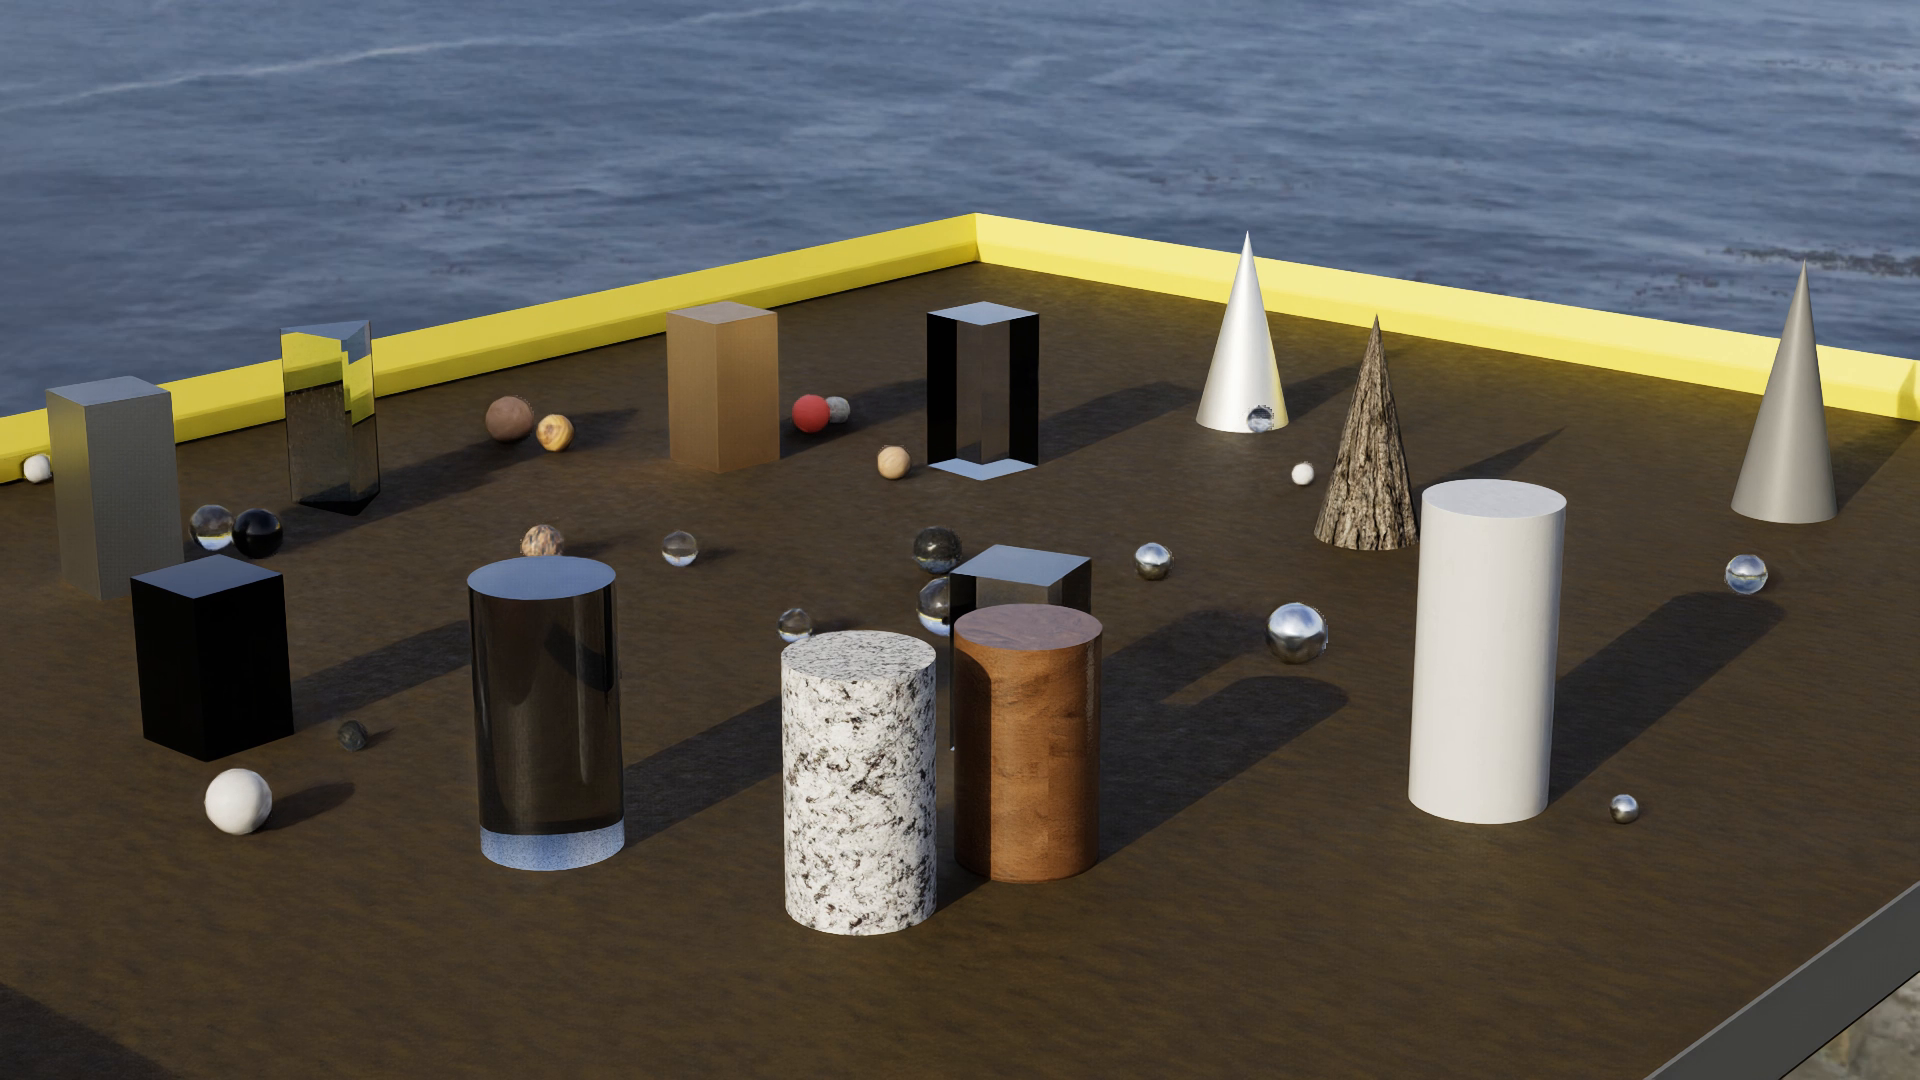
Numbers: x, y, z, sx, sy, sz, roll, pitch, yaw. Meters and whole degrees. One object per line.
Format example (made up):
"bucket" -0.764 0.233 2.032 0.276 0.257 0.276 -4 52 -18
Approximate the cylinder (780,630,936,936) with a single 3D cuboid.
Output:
"cylinder" -0.130 0.313 3.814 0.199 0.347 0.199 0 17 0

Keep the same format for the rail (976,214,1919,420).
"rail" 1.473 -0.457 6.744 3.832 0.129 0.045 14 22 39

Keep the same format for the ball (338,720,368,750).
"ball" -0.912 0.294 4.401 0.045 0.045 0.045 0 17 0

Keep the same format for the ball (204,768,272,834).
"ball" -1.006 0.364 4.087 0.092 0.092 0.092 0 17 0

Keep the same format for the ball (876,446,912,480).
"ball" -0.131 -0.154 5.847 0.068 0.068 0.068 0 17 0

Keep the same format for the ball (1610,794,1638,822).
"ball" 0.935 0.378 4.129 0.041 0.041 0.041 0 17 0

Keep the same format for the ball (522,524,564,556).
"ball" -0.752 0.010 5.290 0.076 0.076 0.076 0 17 0

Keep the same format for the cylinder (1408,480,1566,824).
"cylinder" 0.746 0.156 4.159 0.199 0.448 0.199 0 17 0

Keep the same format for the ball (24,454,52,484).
"ball" -1.832 -0.141 5.825 0.057 0.057 0.057 0 17 0

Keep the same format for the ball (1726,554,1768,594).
"ball" 1.378 0.059 5.136 0.071 0.071 0.071 0 17 0

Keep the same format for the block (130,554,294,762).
"block" -1.128 0.176 4.426 0.159 0.256 0.159 14 22 39

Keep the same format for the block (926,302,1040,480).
"block" 0.046 -0.302 5.909 0.159 0.317 0.159 -15 22 -41

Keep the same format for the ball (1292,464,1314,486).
"ball" 0.680 -0.130 5.810 0.044 0.044 0.044 0 17 0

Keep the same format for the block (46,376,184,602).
"block" -1.484 -0.093 5.157 0.159 0.350 0.159 -14 22 -38

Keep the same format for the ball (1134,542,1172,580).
"ball" 0.342 0.039 5.210 0.067 0.067 0.067 0 17 0

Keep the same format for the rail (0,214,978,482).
"rail" -1.429 -0.325 6.308 0.045 0.129 4.541 14 22 39

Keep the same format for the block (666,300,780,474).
"block" -0.481 -0.312 5.960 0.159 0.307 0.159 -15 22 -41

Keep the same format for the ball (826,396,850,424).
"ball" -0.266 -0.279 6.279 0.060 0.060 0.060 0 17 0

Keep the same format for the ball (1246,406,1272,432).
"ball" 0.631 -0.254 6.187 0.054 0.054 0.054 0 17 0

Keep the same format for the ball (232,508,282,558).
"ball" -1.280 -0.013 5.339 0.092 0.092 0.092 0 17 0

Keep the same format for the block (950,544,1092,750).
"block" 0.091 0.171 4.404 0.159 0.279 0.159 8 19 25

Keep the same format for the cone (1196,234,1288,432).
"cone" 0.607 -0.455 6.250 0.199 0.414 0.199 0 17 0

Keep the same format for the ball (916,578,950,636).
"ball" -0.024 0.112 4.911 0.099 0.099 0.099 0 17 0

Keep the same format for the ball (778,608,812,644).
"ball" -0.274 0.143 4.878 0.058 0.058 0.058 0 17 0

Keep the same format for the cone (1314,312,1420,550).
"cone" 0.763 -0.214 5.427 0.199 0.426 0.199 0 17 0

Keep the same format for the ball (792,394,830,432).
"ball" -0.315 -0.268 6.202 0.082 0.082 0.082 0 17 0

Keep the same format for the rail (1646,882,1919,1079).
"rail" 1.429 0.390 3.932 0.045 0.129 4.541 14 22 39

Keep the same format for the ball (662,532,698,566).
"ball" -0.506 0.016 5.291 0.064 0.064 0.064 0 17 0

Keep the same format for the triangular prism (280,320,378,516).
"triangular prism" -1.186 -0.243 5.664 0.172 0.345 0.149 11 20 33

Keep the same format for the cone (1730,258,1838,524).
"cone" 1.589 -0.296 5.584 0.199 0.492 0.199 0 17 0

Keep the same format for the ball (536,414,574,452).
"ball" -0.835 -0.220 6.051 0.078 0.078 0.078 0 17 0

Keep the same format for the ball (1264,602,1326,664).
"ball" 0.546 0.152 4.778 0.100 0.100 0.100 0 17 0

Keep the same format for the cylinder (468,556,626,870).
"cylinder" -0.564 0.235 4.008 0.199 0.386 0.199 0 17 0

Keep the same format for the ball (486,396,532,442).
"ball" -0.942 -0.251 6.123 0.096 0.096 0.096 0 17 0

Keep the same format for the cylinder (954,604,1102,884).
"cylinder" 0.091 0.274 3.975 0.199 0.330 0.199 0 17 0

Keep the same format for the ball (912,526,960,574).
"ball" -0.042 0.018 5.245 0.086 0.086 0.086 0 17 0

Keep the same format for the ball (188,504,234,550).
"ball" -1.373 -0.023 5.384 0.085 0.085 0.085 0 17 0
